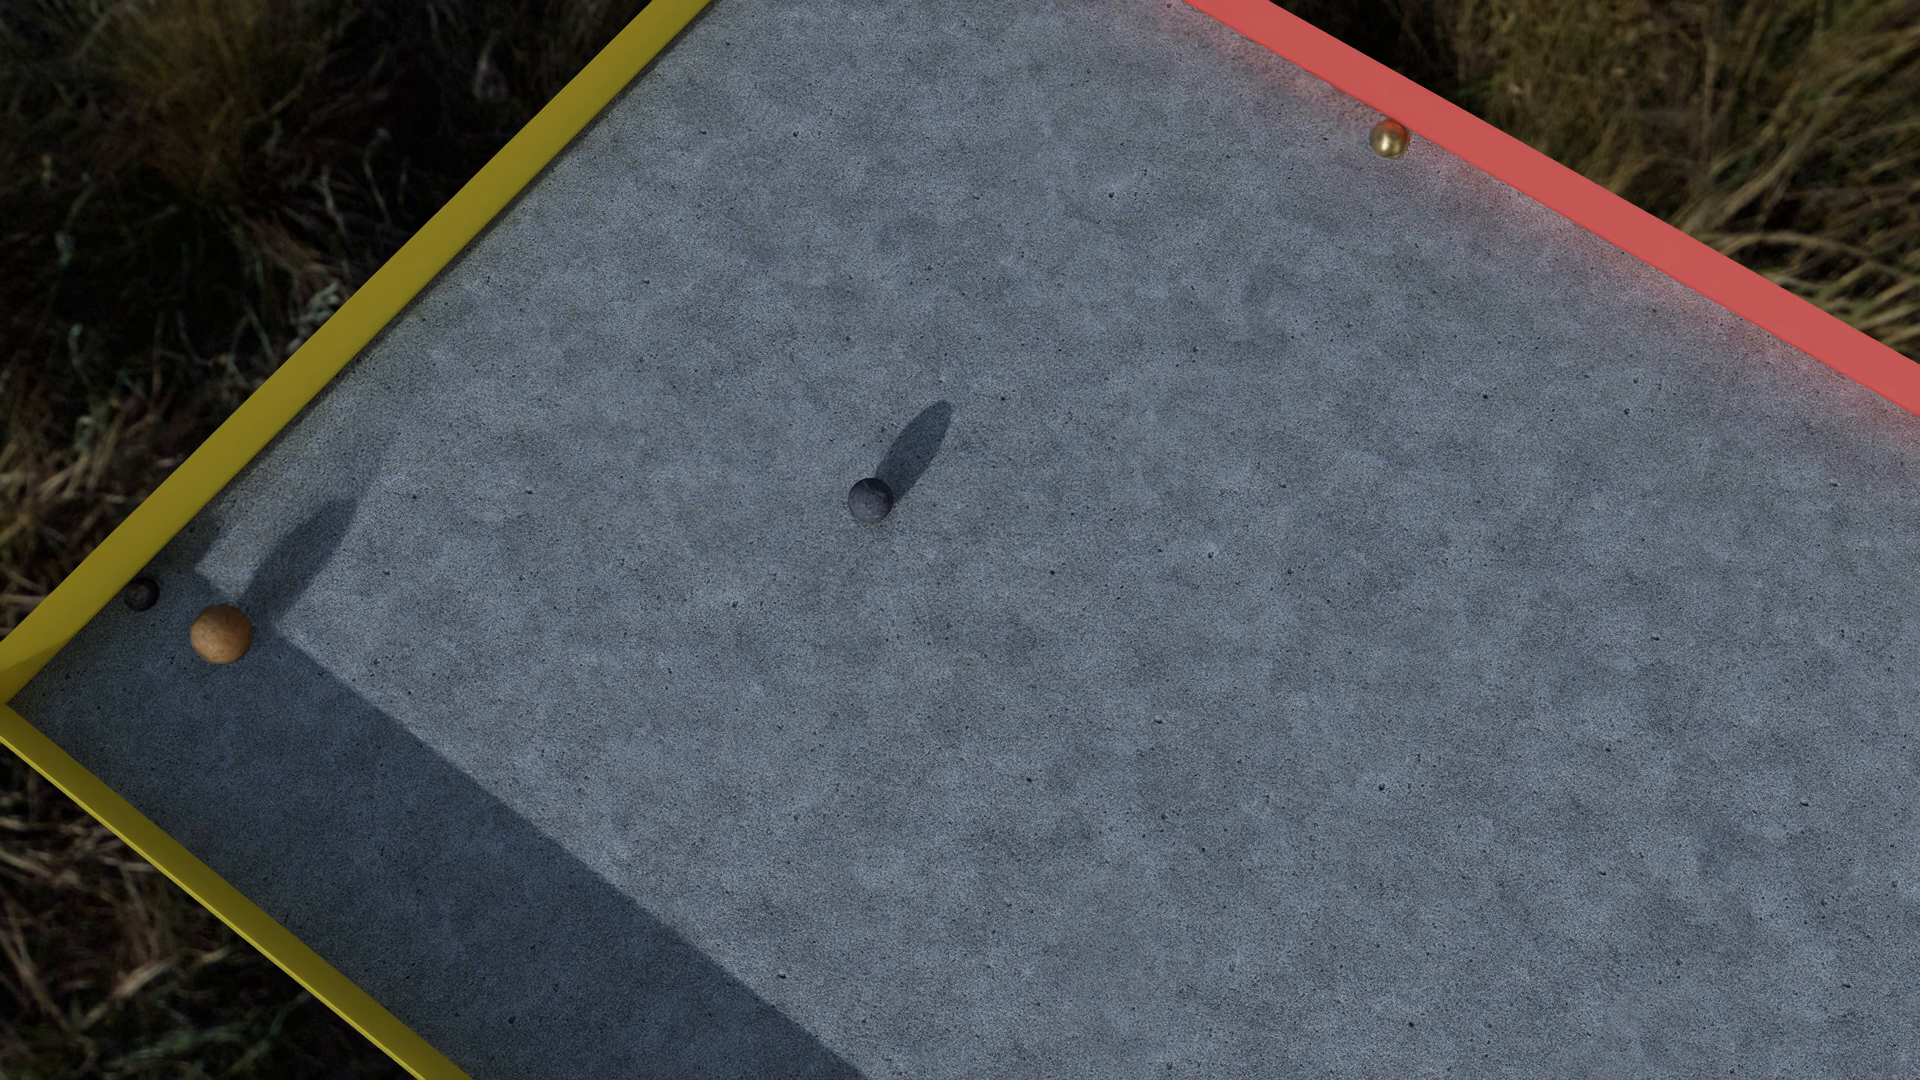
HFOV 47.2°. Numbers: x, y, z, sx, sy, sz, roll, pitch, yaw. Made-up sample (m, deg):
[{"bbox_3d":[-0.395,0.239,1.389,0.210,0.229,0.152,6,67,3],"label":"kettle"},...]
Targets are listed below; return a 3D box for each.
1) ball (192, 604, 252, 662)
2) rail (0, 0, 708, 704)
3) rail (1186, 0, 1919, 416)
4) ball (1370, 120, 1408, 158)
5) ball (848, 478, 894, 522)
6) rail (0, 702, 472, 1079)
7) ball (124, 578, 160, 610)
[{"bbox_3d":[-1.180,0.149,3.516,0.093,0.093,0.093,0,64,0],"label":"ball"},{"bbox_3d":[-0.843,-0.571,3.853,0.045,0.121,2.352,34,68,15],"label":"rail"},{"bbox_3d":[1.548,-0.269,3.705,4.290,0.121,0.045,34,68,15],"label":"rail"},{"bbox_3d":[0.772,-0.722,3.958,0.067,0.067,0.067,0,64,0],"label":"ball"},{"bbox_3d":[-0.147,-0.066,3.632,0.075,0.075,0.075,0,64,0],"label":"ball"},{"bbox_3d":[0.176,1.394,2.889,4.290,0.121,0.045,34,68,15],"label":"rail"},{"bbox_3d":[-1.327,0.087,3.569,0.053,0.053,0.053,0,64,0],"label":"ball"}]
